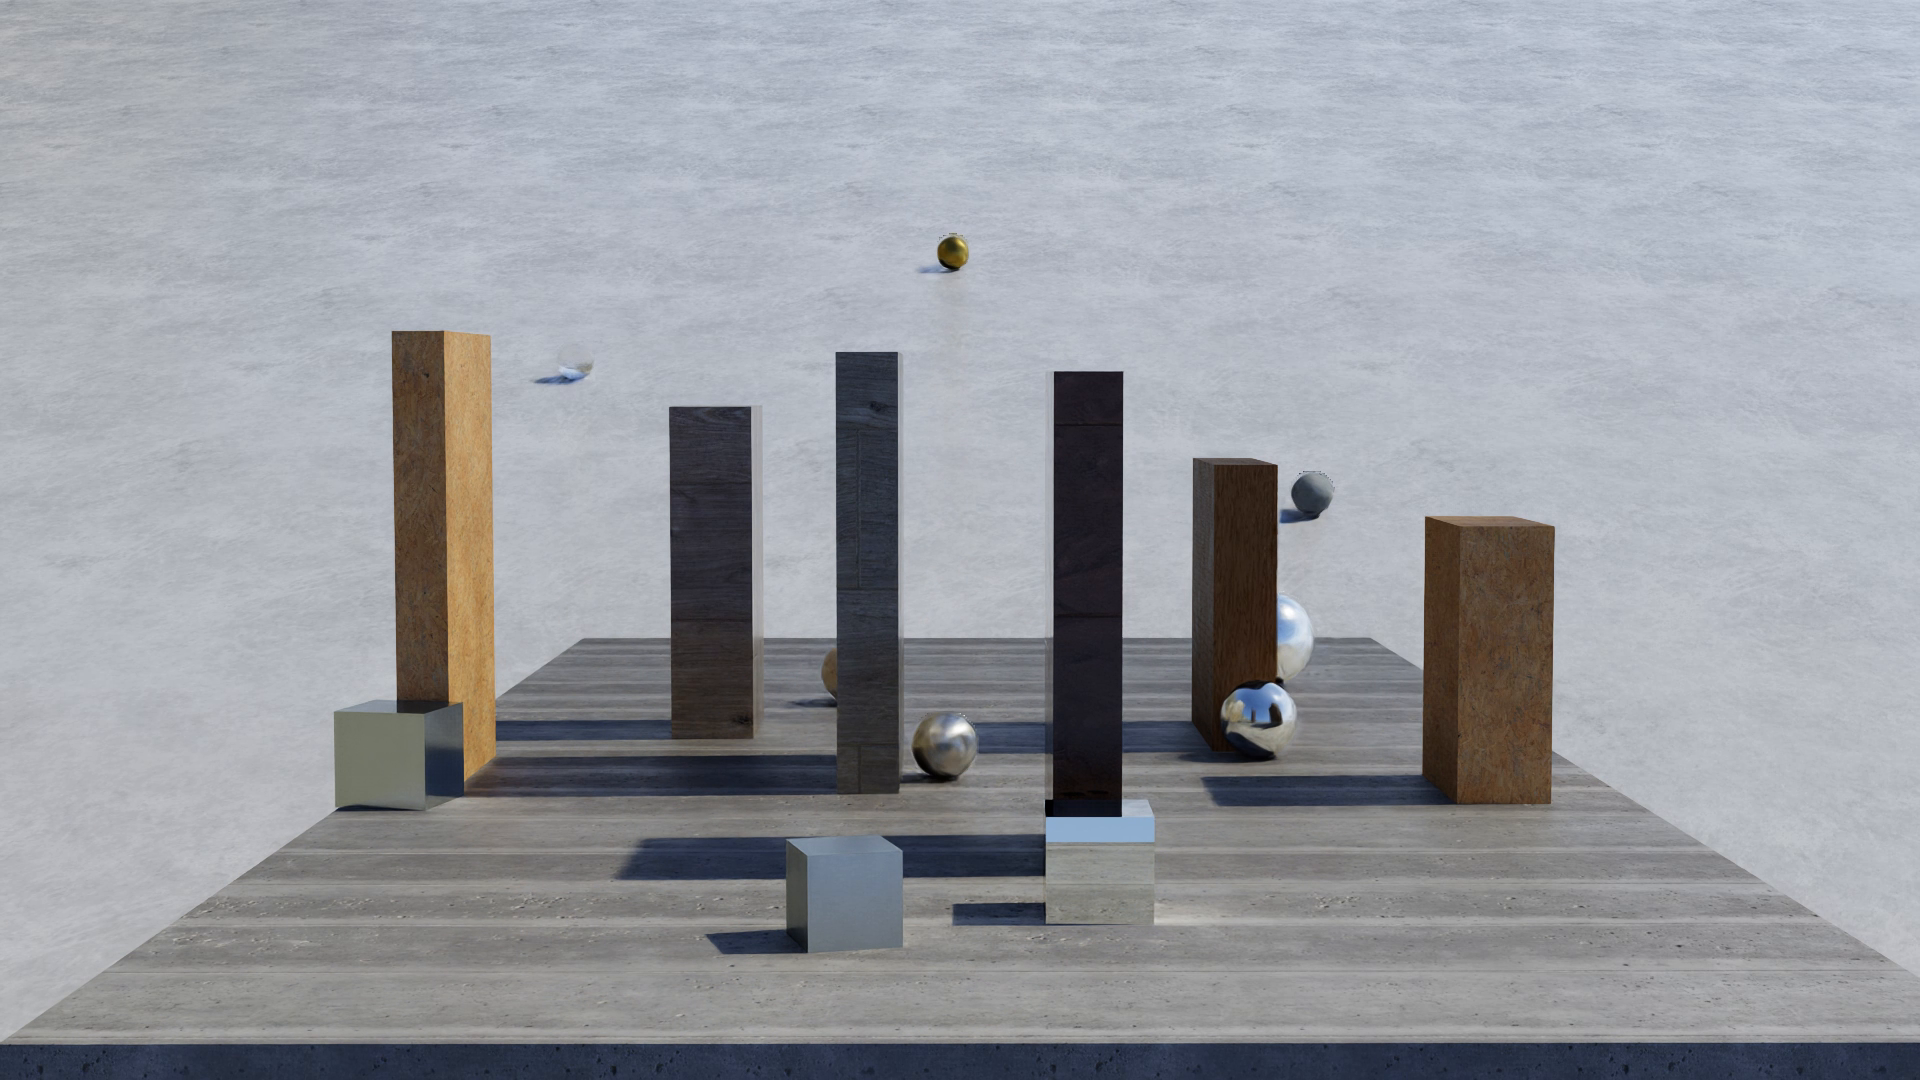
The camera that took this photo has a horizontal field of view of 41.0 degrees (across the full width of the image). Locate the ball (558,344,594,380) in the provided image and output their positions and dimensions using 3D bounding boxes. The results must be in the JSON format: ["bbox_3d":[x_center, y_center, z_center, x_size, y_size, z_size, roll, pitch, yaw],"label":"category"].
[{"bbox_3d":[-1.351,-0.627,9.027,0.127,0.127,0.127,0,20,0],"label":"ball"}]

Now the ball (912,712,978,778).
[{"bbox_3d":[-0.025,0.338,4.219,0.108,0.108,0.108,0,20,0],"label":"ball"}]

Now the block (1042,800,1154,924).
[{"bbox_3d":[0.169,0.393,3.148,0.130,0.130,0.130,0,4,0],"label":"block"}]

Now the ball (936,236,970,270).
[{"bbox_3d":[-0.028,-1.179,10.534,0.135,0.135,0.135,0,20,0],"label":"ball"}]

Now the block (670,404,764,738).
[{"bbox_3d":[-0.452,0.052,4.804,0.149,0.606,0.270,0,4,0],"label":"block"}]

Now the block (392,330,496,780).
[{"bbox_3d":[-0.851,0.024,4.256,0.083,0.731,0.407,0,4,0],"label":"block"}]

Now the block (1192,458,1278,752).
[{"bbox_3d":[0.501,0.108,4.714,0.111,0.505,0.409,0,4,0],"label":"block"}]

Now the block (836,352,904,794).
[{"bbox_3d":[-0.146,0.040,4.256,0.098,0.698,0.431,0,4,0],"label":"block"}]

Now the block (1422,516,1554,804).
[{"bbox_3d":[0.840,0.184,4.098,0.145,0.429,0.295,0,4,0],"label":"block"}]

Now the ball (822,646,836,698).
[{"bbox_3d":[-0.219,0.268,5.208,0.124,0.124,0.124,0,20,0],"label":"ball"}]

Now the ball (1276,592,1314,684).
[{"bbox_3d":[0.656,0.211,5.497,0.203,0.203,0.203,0,20,0],"label":"ball"}]

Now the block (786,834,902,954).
[{"bbox_3d":[-0.136,0.412,2.999,0.112,0.112,0.112,-1,4,-16],"label":"block"}]

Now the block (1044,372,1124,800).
[{"bbox_3d":[0.168,0.102,3.528,0.091,0.665,0.311,0,4,0],"label":"block"}]

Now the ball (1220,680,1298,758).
[{"bbox_3d":[0.519,0.310,4.455,0.134,0.134,0.134,0,20,0],"label":"ball"}]

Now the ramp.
[{"bbox_3d":[0.047,0.423,4.534,2.000,0.100,4.000,0,4,0],"label":"ramp"}]

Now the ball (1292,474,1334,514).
[{"bbox_3d":[1.055,-0.139,7.691,0.124,0.124,0.124,0,20,0],"label":"ball"}]

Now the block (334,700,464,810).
[{"bbox_3d":[-0.870,0.332,3.990,0.148,0.148,0.148,1,4,12],"label":"block"}]
